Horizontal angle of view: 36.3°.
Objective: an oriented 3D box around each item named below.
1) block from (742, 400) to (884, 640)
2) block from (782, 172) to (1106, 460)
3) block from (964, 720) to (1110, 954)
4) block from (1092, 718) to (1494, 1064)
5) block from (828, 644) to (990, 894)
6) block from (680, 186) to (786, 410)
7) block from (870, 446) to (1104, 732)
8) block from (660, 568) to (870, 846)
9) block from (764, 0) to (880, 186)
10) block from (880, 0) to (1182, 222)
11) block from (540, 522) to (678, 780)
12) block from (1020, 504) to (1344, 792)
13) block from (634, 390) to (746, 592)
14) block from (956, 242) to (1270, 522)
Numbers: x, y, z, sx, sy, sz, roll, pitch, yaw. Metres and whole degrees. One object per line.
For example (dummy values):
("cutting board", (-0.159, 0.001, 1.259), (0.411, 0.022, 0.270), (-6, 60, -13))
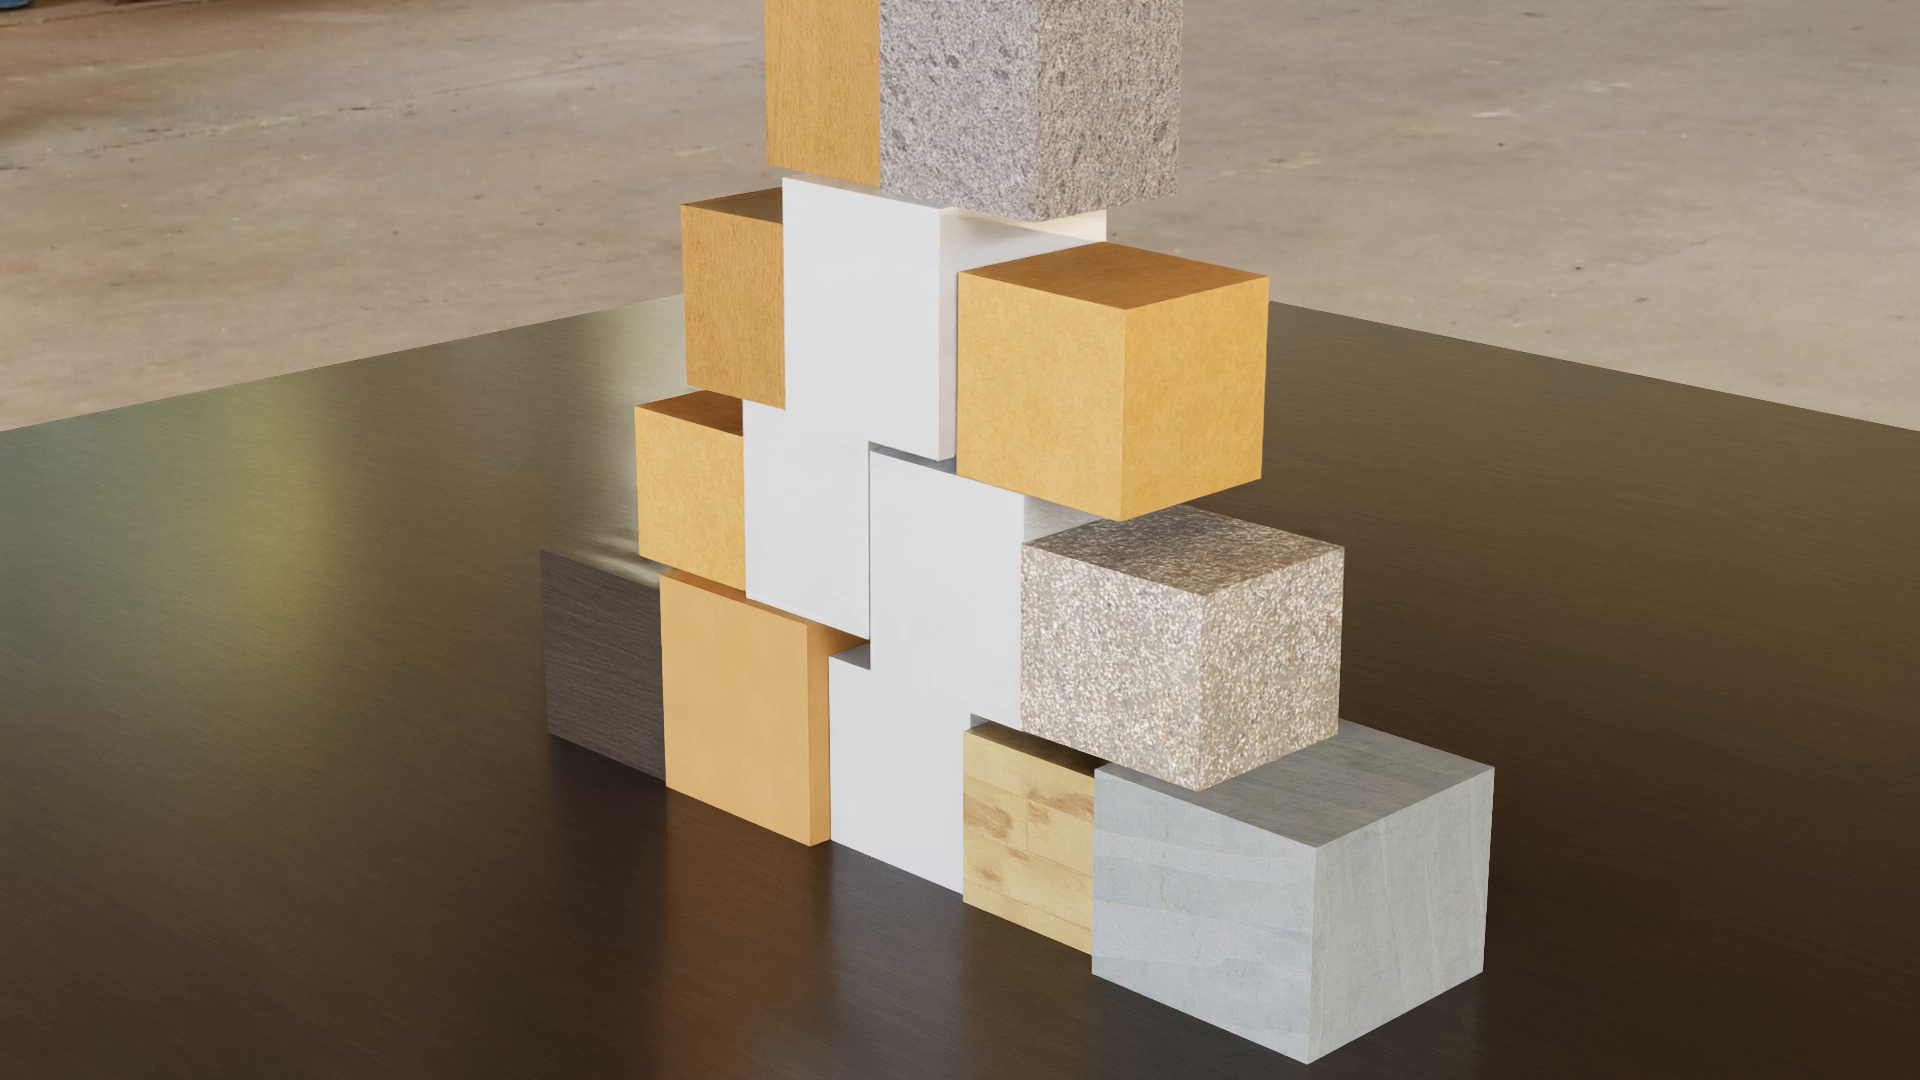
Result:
("block", (-0.383, -0.199, 13.691), (0.914, 0.970, 0.843), (-17, 24, -42))
("block", (-0.068, -1.075, 13.055), (1.037, 1.091, 0.981), (-17, 24, -42))
("block", (0.638, 1.236, 13.045), (0.870, 0.820, 0.893), (-17, 24, -42))
("block", (1.394, 1.396, 12.346), (1.191, 0.934, 1.167), (-17, 24, -42))
("block", (0.002, 0.989, 13.662), (0.801, 0.921, 0.923), (-17, 24, -42))
("block", (-0.696, -1.158, 13.688), (0.909, 0.855, 0.757), (-17, 23, -42))
("block", (0.259, 0.118, 13.123), (0.923, 1.064, 0.947), (-17, 24, -42))
("block", (-0.705, 0.691, 14.311), (1.053, 1.099, 1.058), (-17, 24, -42))
("block", (-0.324, -2.085, 13.009), (0.730, 0.857, 0.800), (-17, 24, -42))
("block", (0.297, -2.000, 12.393), (0.880, 1.079, 0.922), (-17, 24, -42))
("block", (-1.446, 0.524, 15.016), (0.949, 0.996, 0.992), (-17, 24, -42))
("block", (0.938, 0.424, 12.480), (0.920, 0.840, 1.003), (-17, 24, -42))
("block", (-1.008, -0.276, 14.290), (0.758, 0.760, 0.853), (-17, 24, -42))
("block", (0.643, -0.698, 12.476), (0.903, 0.888, 0.947), (-17, 25, -42))
